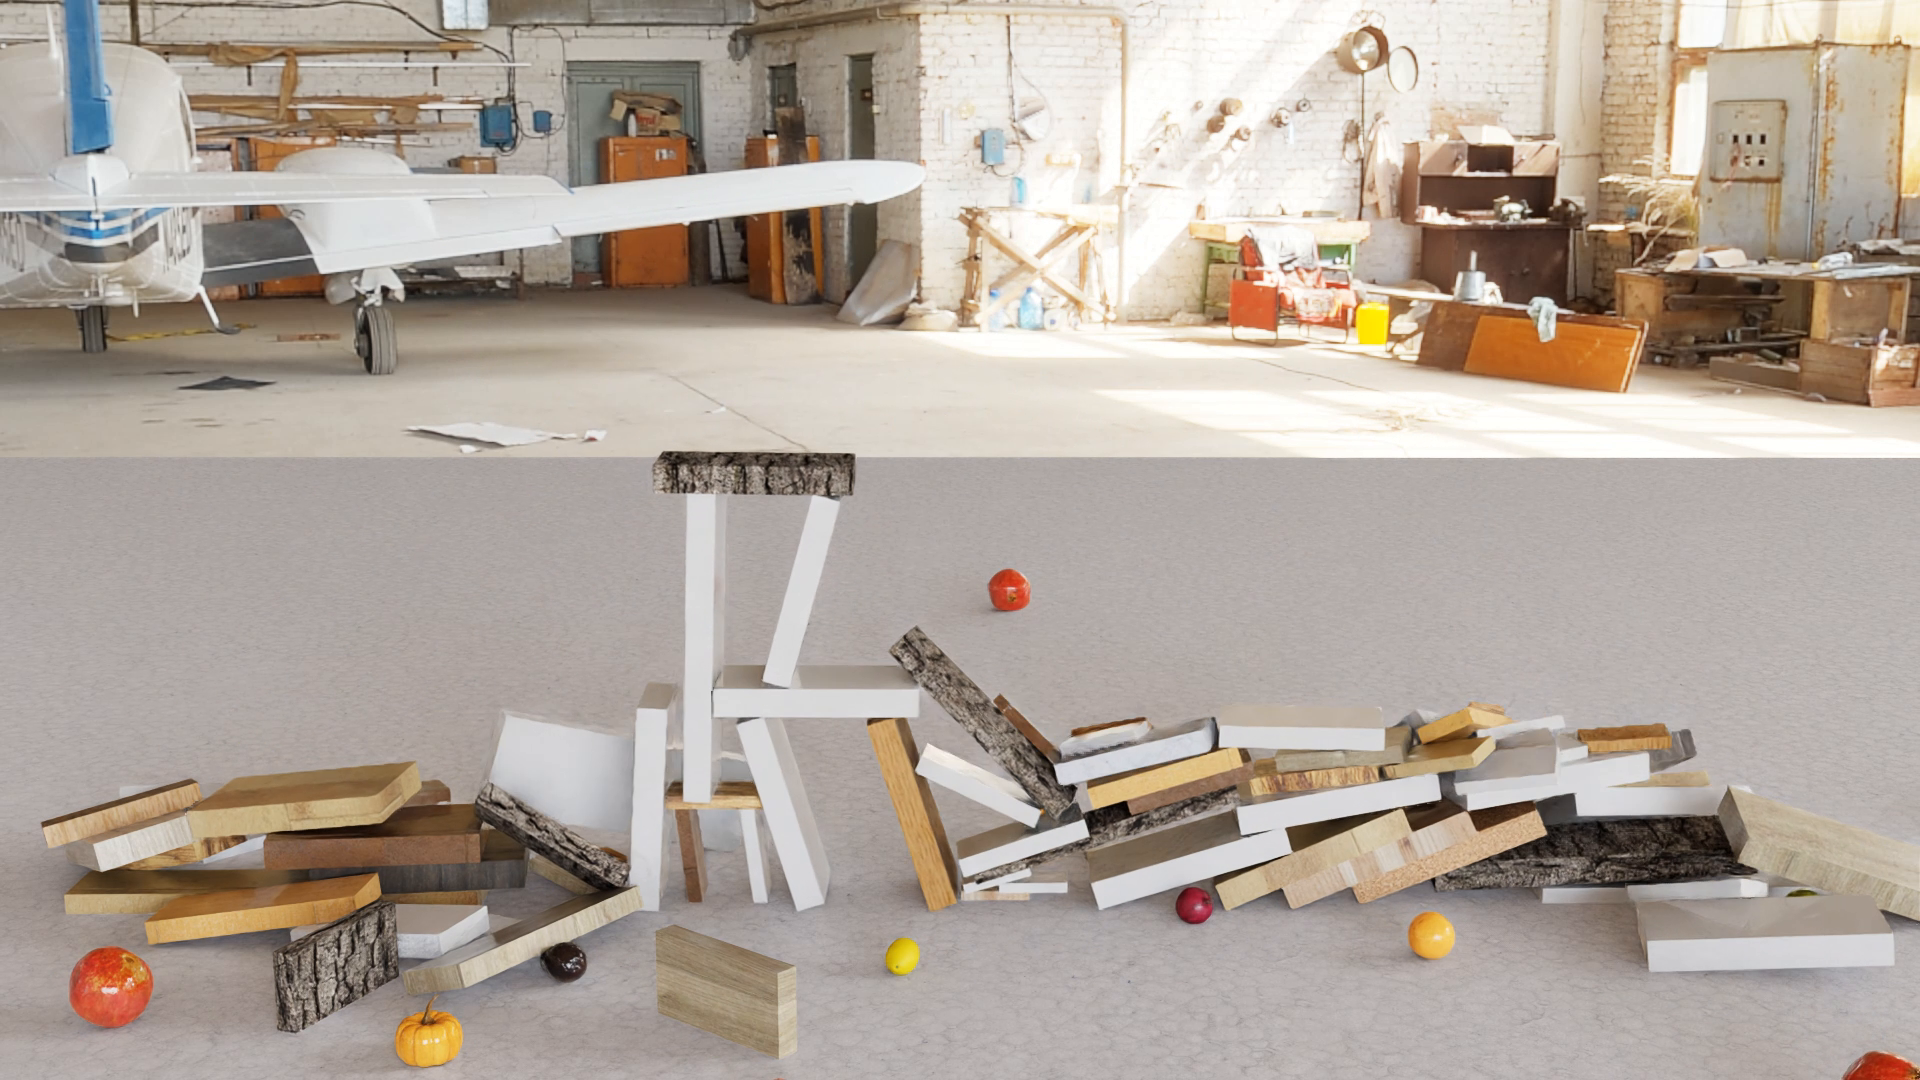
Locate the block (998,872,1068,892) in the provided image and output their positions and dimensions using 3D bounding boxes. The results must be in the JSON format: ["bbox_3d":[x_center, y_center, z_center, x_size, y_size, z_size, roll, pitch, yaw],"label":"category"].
[{"bbox_3d":[0.121,0.569,3.654,0.112,0.016,0.056,0,11,0],"label":"block"}]

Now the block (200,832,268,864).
[{"bbox_3d":[-1.293,0.537,3.895,0.074,0.021,0.148,9,14,40],"label":"block"}]

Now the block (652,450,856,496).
[{"bbox_3d":[-0.327,-0.108,3.529,0.314,0.044,0.157,1,11,-2],"label":"block"}]

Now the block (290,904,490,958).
[{"bbox_3d":[-0.883,0.605,3.410,0.268,0.038,0.134,-2,9,20],"label":"block"}]

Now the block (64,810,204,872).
[{"bbox_3d":[-1.408,0.504,3.730,0.165,0.047,0.330,-17,5,-31],"label":"block"}]

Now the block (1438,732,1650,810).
[{"bbox_3d":[0.955,0.379,3.649,0.323,0.046,0.162,-8,11,-12],"label":"block"}]

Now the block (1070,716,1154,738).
[{"bbox_3d":[0.264,0.336,3.735,0.135,0.019,0.068,-12,-40,23],"label":"block"}]

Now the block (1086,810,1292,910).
[{"bbox_3d":[0.377,0.520,3.652,0.327,0.046,0.163,-17,9,4],"label":"block"}]

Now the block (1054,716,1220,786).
[{"bbox_3d":[0.291,0.345,3.605,0.253,0.036,0.126,-15,2,16],"label":"block"}]

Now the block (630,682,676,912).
[{"bbox_3d":[-0.507,0.422,3.636,0.048,0.340,0.170,3,10,-3],"label":"block"}]

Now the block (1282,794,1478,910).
[{"bbox_3d":[0.684,0.505,3.648,0.323,0.046,0.162,-23,8,7],"label":"block"}]

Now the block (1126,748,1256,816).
[{"bbox_3d":[0.378,0.395,3.631,0.213,0.030,0.107,-17,9,5],"label":"block"}]

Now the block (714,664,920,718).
[{"bbox_3d":[-0.231,0.247,3.601,0.328,0.046,0.164,0,11,-1],"label":"block"}]

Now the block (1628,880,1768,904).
[{"bbox_3d":[1.179,0.564,3.516,0.189,0.027,0.094,-13,-19,42],"label":"block"}]

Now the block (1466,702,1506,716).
[{"bbox_3d":[0.880,0.302,3.724,0.105,0.053,0.015,10,29,-48],"label":"block"}]

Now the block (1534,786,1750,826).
[{"bbox_3d":[1.182,0.469,3.826,0.335,0.047,0.167,1,-17,-14],"label":"block"}]

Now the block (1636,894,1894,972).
[{"bbox_3d":[1.227,0.601,3.369,0.348,0.049,0.174,-4,9,13],"label":"block"}]

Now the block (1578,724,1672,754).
[{"bbox_3d":[1.101,0.330,3.647,0.141,0.020,0.071,-5,12,9],"label":"block"}]

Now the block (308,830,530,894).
[{"bbox_3d":[-0.893,0.535,3.653,0.340,0.048,0.170,-1,10,-8],"label":"block"}]

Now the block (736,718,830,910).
[{"bbox_3d":[-0.290,0.430,3.636,0.046,0.328,0.164,-16,10,3],"label":"block"}]

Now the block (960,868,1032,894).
[{"bbox_3d":[0.059,0.555,3.645,0.113,0.016,0.056,-16,10,-1],"label":"block"}]

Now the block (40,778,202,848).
[{"bbox_3d":[-1.434,0.466,3.762,0.253,0.036,0.126,-16,4,-24],"label":"block"}]

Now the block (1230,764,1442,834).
[{"bbox_3d":[0.613,0.412,3.628,0.327,0.046,0.163,-11,9,3],"label":"block"}]

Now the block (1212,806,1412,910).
[{"bbox_3d":[0.576,0.504,3.645,0.327,0.046,0.163,-24,8,6],"label":"block"}]

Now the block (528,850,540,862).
[{"bbox_3d":[-0.762,0.547,3.850,0.065,0.018,0.131,8,13,37],"label":"block"}]

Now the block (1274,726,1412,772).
[{"bbox_3d":[0.630,0.343,3.606,0.207,0.029,0.104,-7,11,21],"label":"block"}]

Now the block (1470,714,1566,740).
[{"bbox_3d":[0.915,0.327,3.647,0.158,0.022,0.079,-9,-23,-16],"label":"block"}]

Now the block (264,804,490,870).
[{"bbox_3d":[-0.959,0.489,3.635,0.340,0.048,0.170,-1,10,-6],"label":"block"}]

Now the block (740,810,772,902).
[{"bbox_3d":[-0.338,0.511,3.650,0.023,0.160,0.080,-7,10,2],"label":"block"}]

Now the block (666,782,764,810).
[{"bbox_3d":[-0.400,0.421,3.629,0.160,0.023,0.080,0,11,0],"label":"block"}]

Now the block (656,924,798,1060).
[{"bbox_3d":[-0.331,0.633,3.095,0.248,0.124,0.035,9,14,40],"label":"block"}]

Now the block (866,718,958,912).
[{"bbox_3d":[-0.077,0.430,3.636,0.046,0.328,0.164,-18,10,4],"label":"block"}]

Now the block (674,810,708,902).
[{"bbox_3d":[-0.445,0.511,3.651,0.023,0.160,0.080,-7,10,2],"label":"block"}]

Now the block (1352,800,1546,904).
[{"bbox_3d":[0.803,0.501,3.659,0.323,0.046,0.162,-23,9,10],"label":"block"}]

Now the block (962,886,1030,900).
[{"bbox_3d":[0.058,0.583,3.664,0.112,0.016,0.056,0,11,-1],"label":"block"}]

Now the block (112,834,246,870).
[{"bbox_3d":[-1.344,0.529,3.738,0.234,0.033,0.117,-12,4,25],"label":"block"}]
